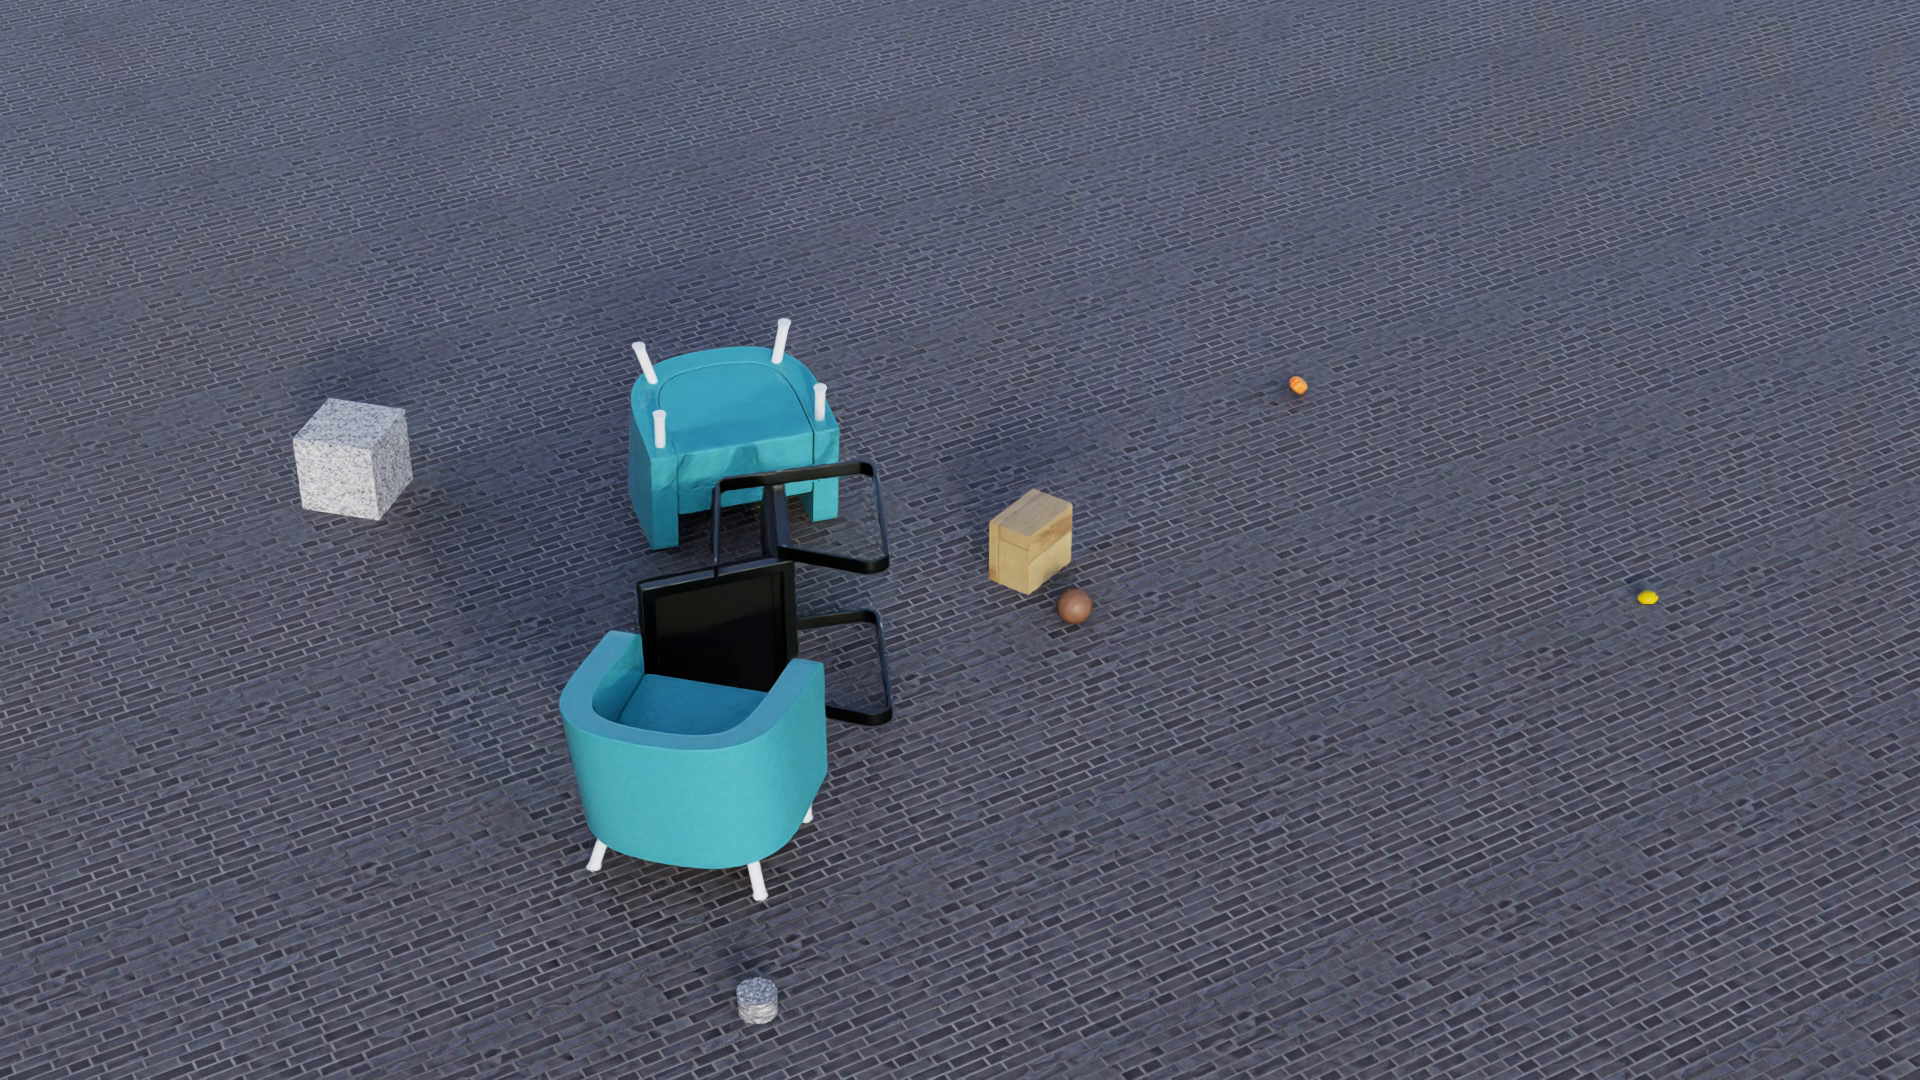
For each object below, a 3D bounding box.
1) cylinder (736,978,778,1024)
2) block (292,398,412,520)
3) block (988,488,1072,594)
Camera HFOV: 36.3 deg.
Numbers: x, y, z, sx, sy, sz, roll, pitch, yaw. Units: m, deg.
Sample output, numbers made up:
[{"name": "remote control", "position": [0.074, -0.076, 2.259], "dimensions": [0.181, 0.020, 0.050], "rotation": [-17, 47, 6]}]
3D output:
[{"name": "cylinder", "position": [-0.607, 1.380, 8.783], "dimensions": [0.122, 0.074, 0.126], "rotation": [-19, 38, -26]}, {"name": "block", "position": [-2.301, -0.308, 11.128], "dimensions": [0.314, 0.311, 0.310], "rotation": [9, 34, 13]}, {"name": "block", "position": [0.258, 0.006, 10.706], "dimensions": [0.175, 0.253, 0.276], "rotation": [22, 39, 29]}]
